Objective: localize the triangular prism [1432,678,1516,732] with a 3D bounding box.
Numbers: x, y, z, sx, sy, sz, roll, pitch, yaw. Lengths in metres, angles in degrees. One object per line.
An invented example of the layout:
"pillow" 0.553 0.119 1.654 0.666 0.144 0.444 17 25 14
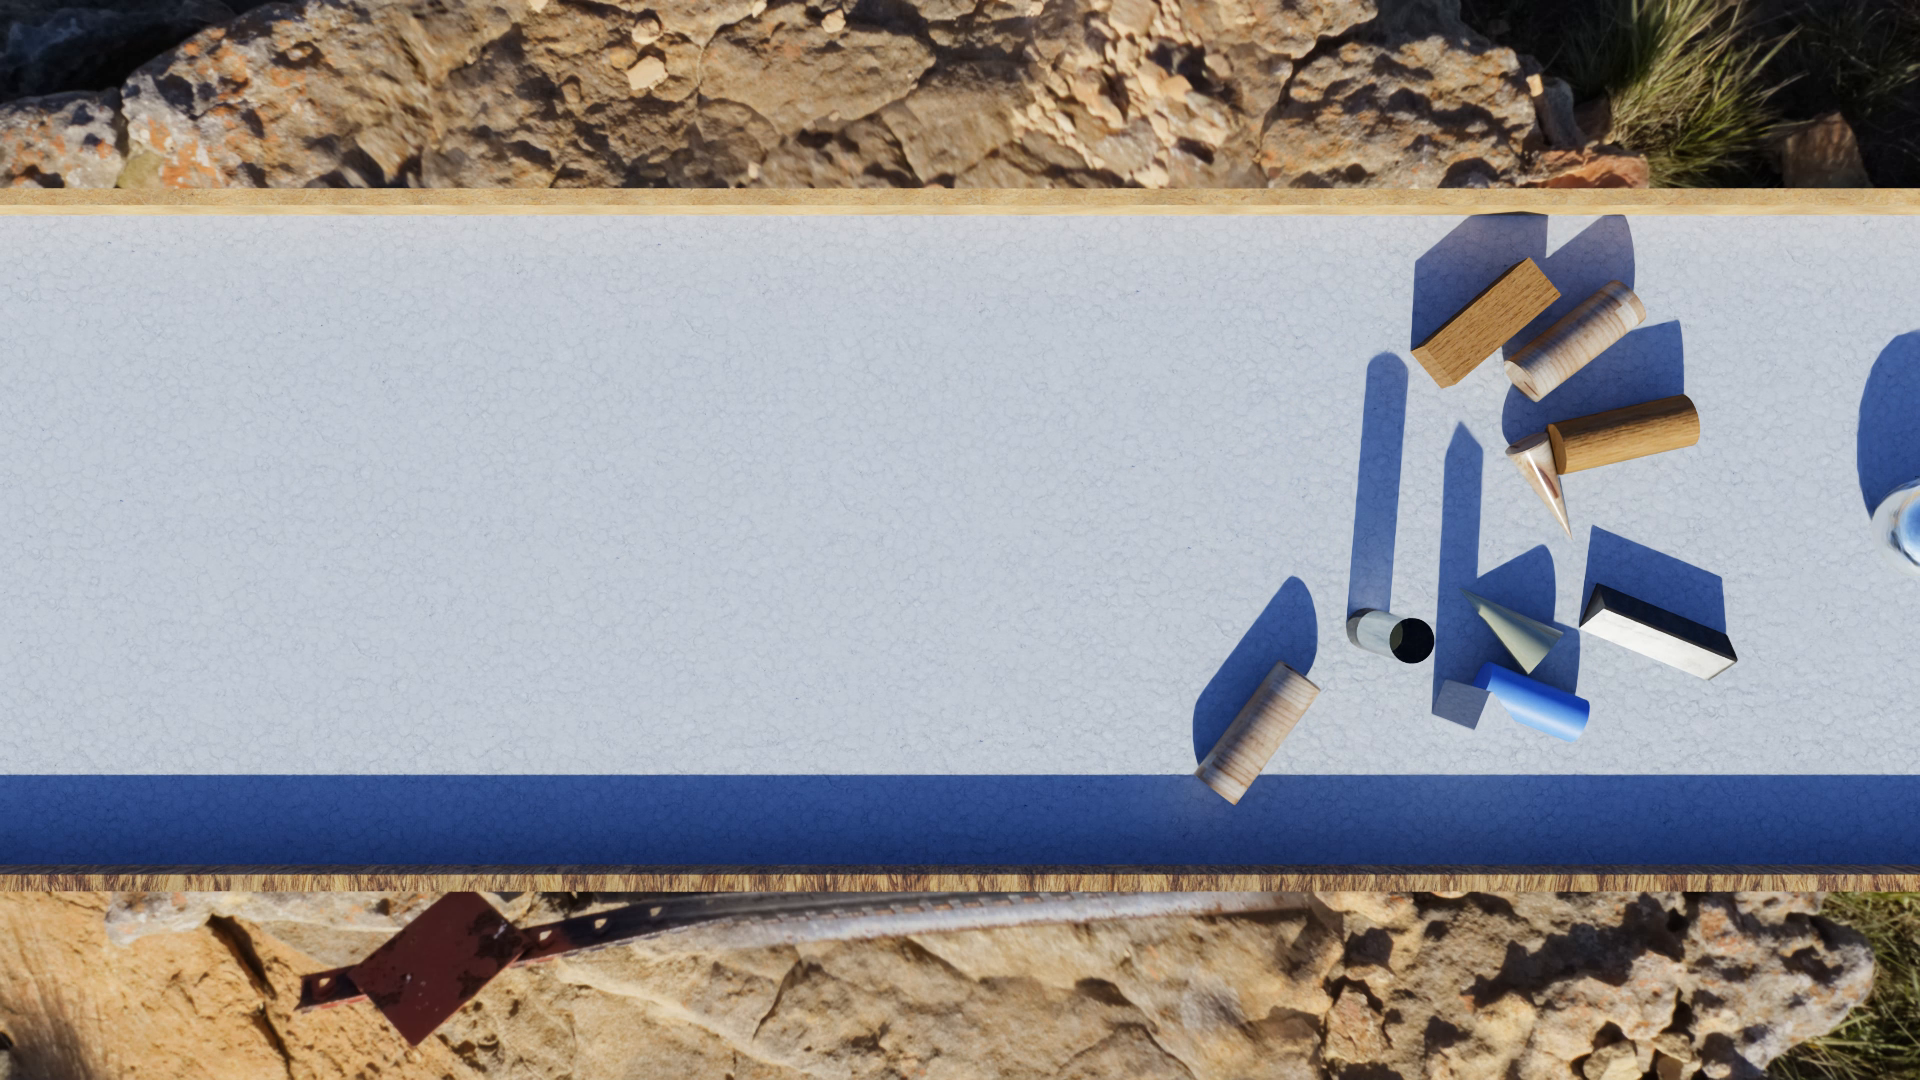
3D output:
"triangular prism" 1.505 0.479 4.863 0.120 0.427 0.104 -7 90 0

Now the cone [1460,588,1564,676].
"cone" 1.652 0.245 5.035 0.322 0.170 0.170 40 90 15

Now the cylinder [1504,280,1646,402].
"cylinder" 1.862 -0.603 4.999 0.403 0.156 0.156 -37 90 0

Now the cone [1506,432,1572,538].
"cone" 1.804 -0.145 5.043 0.136 0.136 0.348 -29 101 0

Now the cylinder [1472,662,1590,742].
"cylinder" 1.729 0.491 5.007 0.316 0.140 0.140 22 90 0

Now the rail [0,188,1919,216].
"rail" -2.247 -1.025 5.002 12.000 0.150 0.050 0 90 0

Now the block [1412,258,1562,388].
"block" 1.591 -0.655 5.002 0.413 0.149 0.149 -40 90 0

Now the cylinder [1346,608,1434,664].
"cylinder" 1.263 0.279 4.861 0.130 0.423 0.130 0 91 -3

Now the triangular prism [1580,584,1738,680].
"triangular prism" 2.131 0.282 5.008 0.430 0.129 0.149 22 90 0

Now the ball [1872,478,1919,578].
"ball" 2.896 -0.034 4.924 0.305 0.305 0.305 0 90 0

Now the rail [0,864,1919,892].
"rail" -2.247 1.025 5.001 12.000 0.150 0.050 0 90 0

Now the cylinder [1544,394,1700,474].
"cylinder" 2.003 -0.319 4.997 0.409 0.160 0.160 -13 90 0

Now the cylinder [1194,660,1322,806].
"cylinder" 0.901 0.582 4.998 0.157 0.157 0.434 37 90 0
